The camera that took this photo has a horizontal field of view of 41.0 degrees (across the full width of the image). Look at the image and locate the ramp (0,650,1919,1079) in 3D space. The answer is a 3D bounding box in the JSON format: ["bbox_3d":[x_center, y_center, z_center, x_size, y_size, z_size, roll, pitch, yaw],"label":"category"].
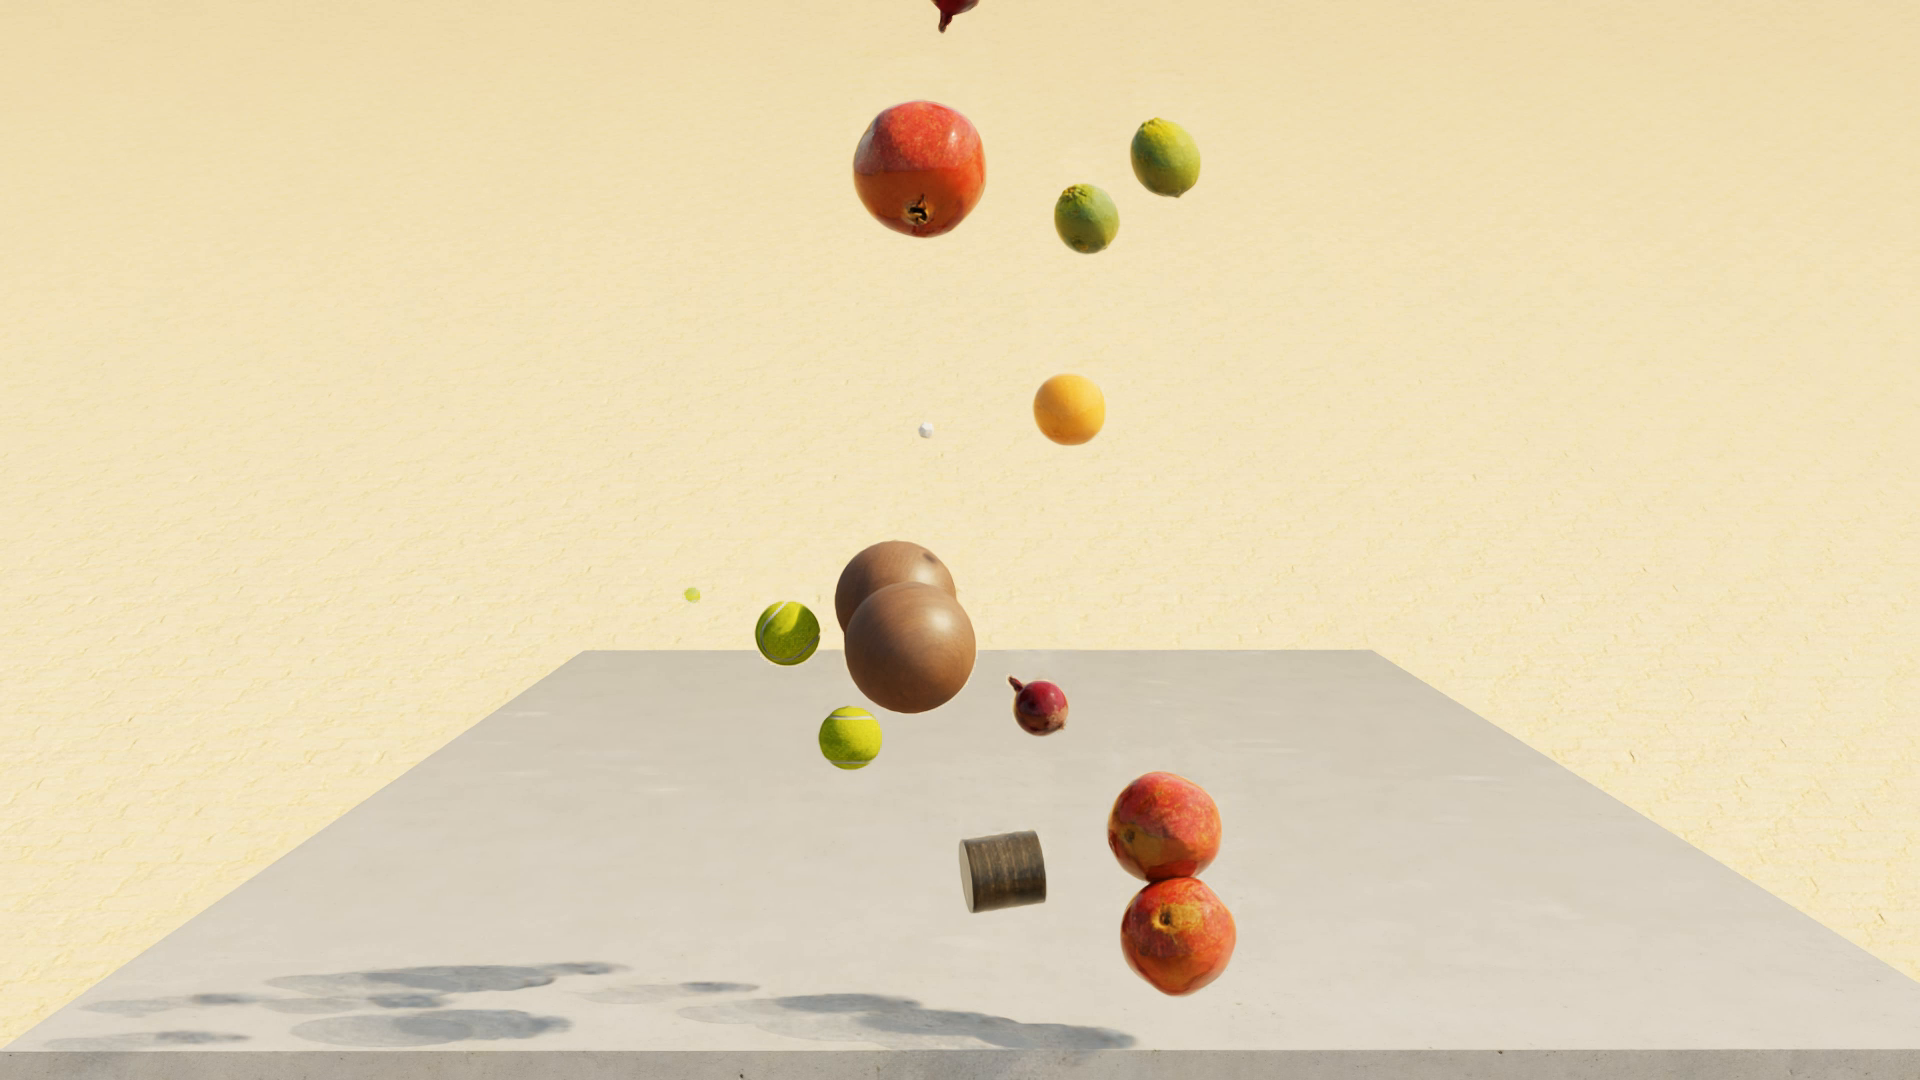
[{"bbox_3d":[0.049,0.441,4.532,2.000,0.100,4.000,0,3,0],"label":"ramp"}]

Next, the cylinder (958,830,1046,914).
[{"bbox_3d":[0.044,0.346,2.685,0.077,0.077,0.077,-7,22,-9],"label":"cylinder"}]
